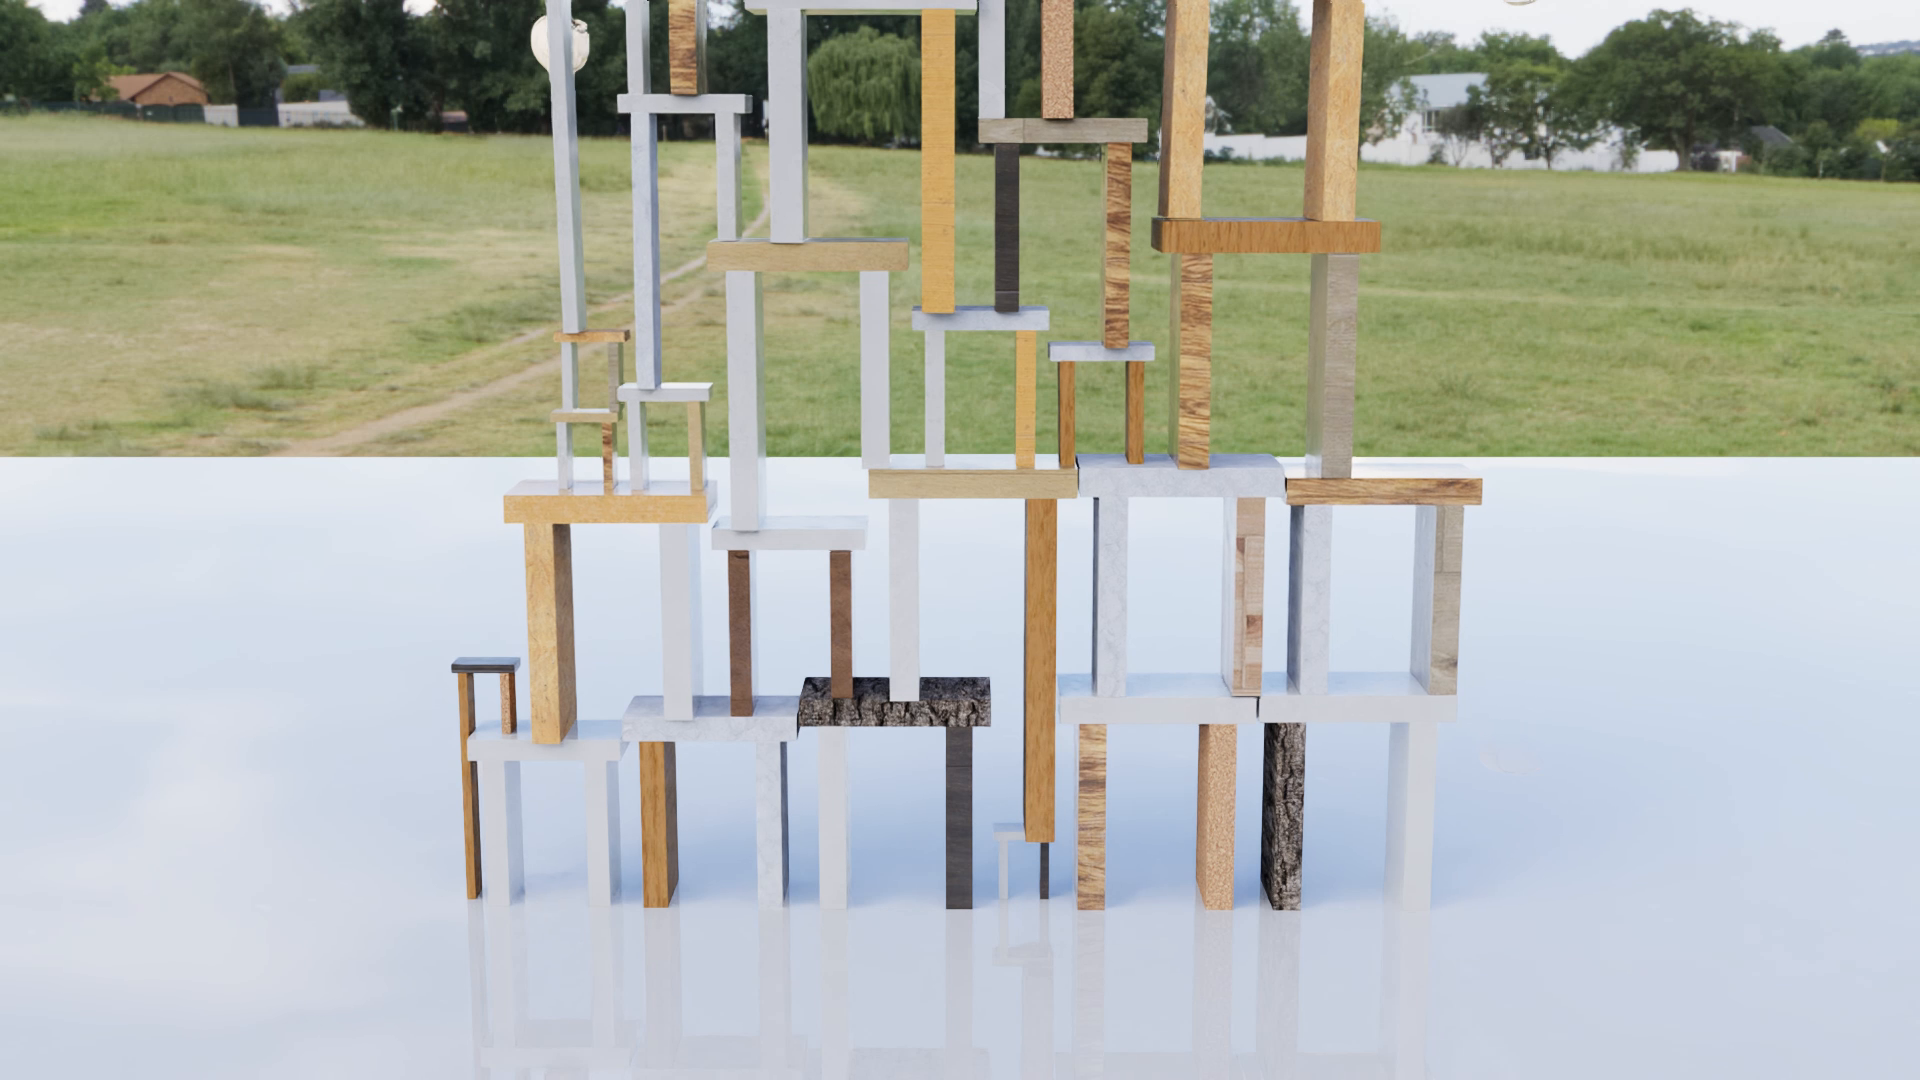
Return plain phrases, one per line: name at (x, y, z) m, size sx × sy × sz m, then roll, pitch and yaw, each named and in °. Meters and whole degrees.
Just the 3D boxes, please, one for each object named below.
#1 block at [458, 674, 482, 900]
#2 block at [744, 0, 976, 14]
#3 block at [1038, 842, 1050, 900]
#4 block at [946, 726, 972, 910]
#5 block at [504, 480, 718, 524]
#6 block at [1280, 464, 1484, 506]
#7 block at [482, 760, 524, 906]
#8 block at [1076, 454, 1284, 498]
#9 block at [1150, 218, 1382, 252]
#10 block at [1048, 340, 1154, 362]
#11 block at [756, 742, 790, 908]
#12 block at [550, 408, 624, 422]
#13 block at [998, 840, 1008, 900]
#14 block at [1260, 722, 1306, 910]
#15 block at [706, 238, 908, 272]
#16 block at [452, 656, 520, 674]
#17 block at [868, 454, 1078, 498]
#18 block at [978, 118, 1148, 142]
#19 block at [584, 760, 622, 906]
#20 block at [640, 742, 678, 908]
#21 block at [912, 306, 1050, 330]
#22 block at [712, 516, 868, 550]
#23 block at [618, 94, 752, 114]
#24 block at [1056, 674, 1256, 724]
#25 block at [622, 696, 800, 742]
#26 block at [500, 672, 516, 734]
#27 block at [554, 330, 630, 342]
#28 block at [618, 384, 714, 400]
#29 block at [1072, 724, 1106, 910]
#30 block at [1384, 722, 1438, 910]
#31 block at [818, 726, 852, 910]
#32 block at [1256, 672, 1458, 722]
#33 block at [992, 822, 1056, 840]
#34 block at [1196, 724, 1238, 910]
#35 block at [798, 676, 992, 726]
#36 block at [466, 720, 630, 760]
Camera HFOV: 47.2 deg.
block at (-0.809, 0.401, 3.632) m, size 0.015 × 0.385 × 0.051 m, roll 0°, pitch 11°, yaw 0°
block at (-0.151, -0.842, 3.400) m, size 0.350 × 0.050 × 0.175 m, roll 0°, pitch 11°, yaw -1°
block at (0.140, 0.540, 3.658) m, size 0.014 × 0.102 × 0.051 m, roll 0°, pitch 11°, yaw 0°
block at (-0.001, 0.438, 3.642) m, size 0.044 × 0.309 × 0.154 m, roll 0°, pitch 11°, yaw 0°
block at (-0.559, -0.063, 3.544) m, size 0.320 × 0.045 × 0.160 m, roll 0°, pitch 11°, yaw 0°
block at (0.669, -0.090, 3.541) m, size 0.309 × 0.044 × 0.154 m, roll 0°, pitch 11°, yaw 0°
block at (-0.757, 0.468, 3.648) m, size 0.035 × 0.248 × 0.124 m, roll 0°, pitch 11°, yaw 0°
block at (0.350, -0.105, 3.538) m, size 0.322 × 0.046 × 0.161 m, roll 0°, pitch 11°, yaw 0°
block at (0.478, -0.481, 3.466) m, size 0.337 × 0.048 × 0.168 m, roll 0°, pitch 11°, yaw -1°
block at (0.224, -0.301, 3.506) m, size 0.165 × 0.023 × 0.082 m, roll 0°, pitch 11°, yaw 0°
block at (-0.310, 0.451, 3.646) m, size 0.040 × 0.282 × 0.141 m, roll 0°, pitch 11°, yaw 0°
block at (-0.597, -0.199, 3.520) m, size 0.108 × 0.015 × 0.054 m, roll 0°, pitch 10°, yaw 0°
block at (0.072, 0.540, 3.658) m, size 0.014 × 0.102 × 0.051 m, roll 0°, pitch 11°, yaw 0°
block at (0.534, 0.435, 3.638) m, size 0.045 × 0.317 × 0.158 m, roll 0°, pitch 11°, yaw 0°
block at (-0.237, -0.451, 3.470) m, size 0.310 × 0.044 × 0.155 m, roll 0°, pitch 11°, yaw -1°
block at (-0.775, 0.204, 3.596) m, size 0.103 × 0.015 × 0.051 m, roll 0°, pitch 11°, yaw 0°
block at (0.020, -0.103, 3.540) m, size 0.329 × 0.047 × 0.165 m, roll 0°, pitch 11°, yaw 0°
block at (0.159, -0.641, 3.439) m, size 0.259 × 0.037 × 0.130 m, roll 0°, pitch 11°, yaw 0°
block at (-0.591, 0.468, 3.648) m, size 0.035 × 0.248 × 0.124 m, roll 0°, pitch 11°, yaw 0°
block at (-0.498, 0.451, 3.646) m, size 0.040 × 0.282 × 0.141 m, roll 0°, pitch 11°, yaw 0°
block at (0.032, -0.353, 3.497) m, size 0.215 × 0.030 × 0.108 m, roll 0°, pitch 11°, yaw 0°
block at (-0.272, -0.012, 3.549) m, size 0.244 × 0.035 × 0.122 m, roll 0°, pitch 11°, yaw 0°
block at (-0.428, -0.680, 3.431) m, size 0.196 × 0.028 × 0.098 m, roll 0°, pitch 11°, yaw 1°
block at (0.318, 0.259, 3.606) m, size 0.314 × 0.044 × 0.157 m, roll 0°, pitch 11°, yaw 0°
block at (-0.405, 0.293, 3.616) m, size 0.282 × 0.040 × 0.141 m, roll 0°, pitch 11°, yaw 0°
block at (-0.741, 0.262, 3.606) m, size 0.015 × 0.103 × 0.051 m, roll 0°, pitch 10°, yaw 0°
block at (-0.586, -0.326, 3.504) m, size 0.112 × 0.016 × 0.056 m, roll 0°, pitch 10°, yaw 1°
block at (-0.470, -0.237, 3.514) m, size 0.143 × 0.020 × 0.072 m, roll 0°, pitch 11°, yaw 0°
block at (0.214, 0.436, 3.639) m, size 0.044 × 0.314 × 0.157 m, roll 0°, pitch 11°, yaw 0°
block at (0.745, 0.435, 3.638) m, size 0.045 × 0.317 × 0.158 m, roll 0°, pitch 11°, yaw 0°
block at (-0.207, 0.438, 3.642) m, size 0.044 × 0.309 × 0.154 m, roll 0°, pitch 11°, yaw 0°
block at (0.639, 0.257, 3.606) m, size 0.317 × 0.045 × 0.158 m, roll 0°, pitch 11°, yaw 0°
block at (0.106, 0.483, 3.647) m, size 0.102 × 0.014 × 0.051 m, roll 0°, pitch 11°, yaw 0°
block at (0.423, 0.436, 3.639) m, size 0.044 × 0.314 × 0.157 m, roll 0°, pitch 11°, yaw 0°
block at (-0.104, 0.265, 3.610) m, size 0.309 × 0.044 × 0.154 m, roll 0°, pitch 11°, yaw 0°
block at (-0.674, 0.329, 3.622) m, size 0.248 × 0.035 × 0.124 m, roll 0°, pitch 11°, yaw 0°
